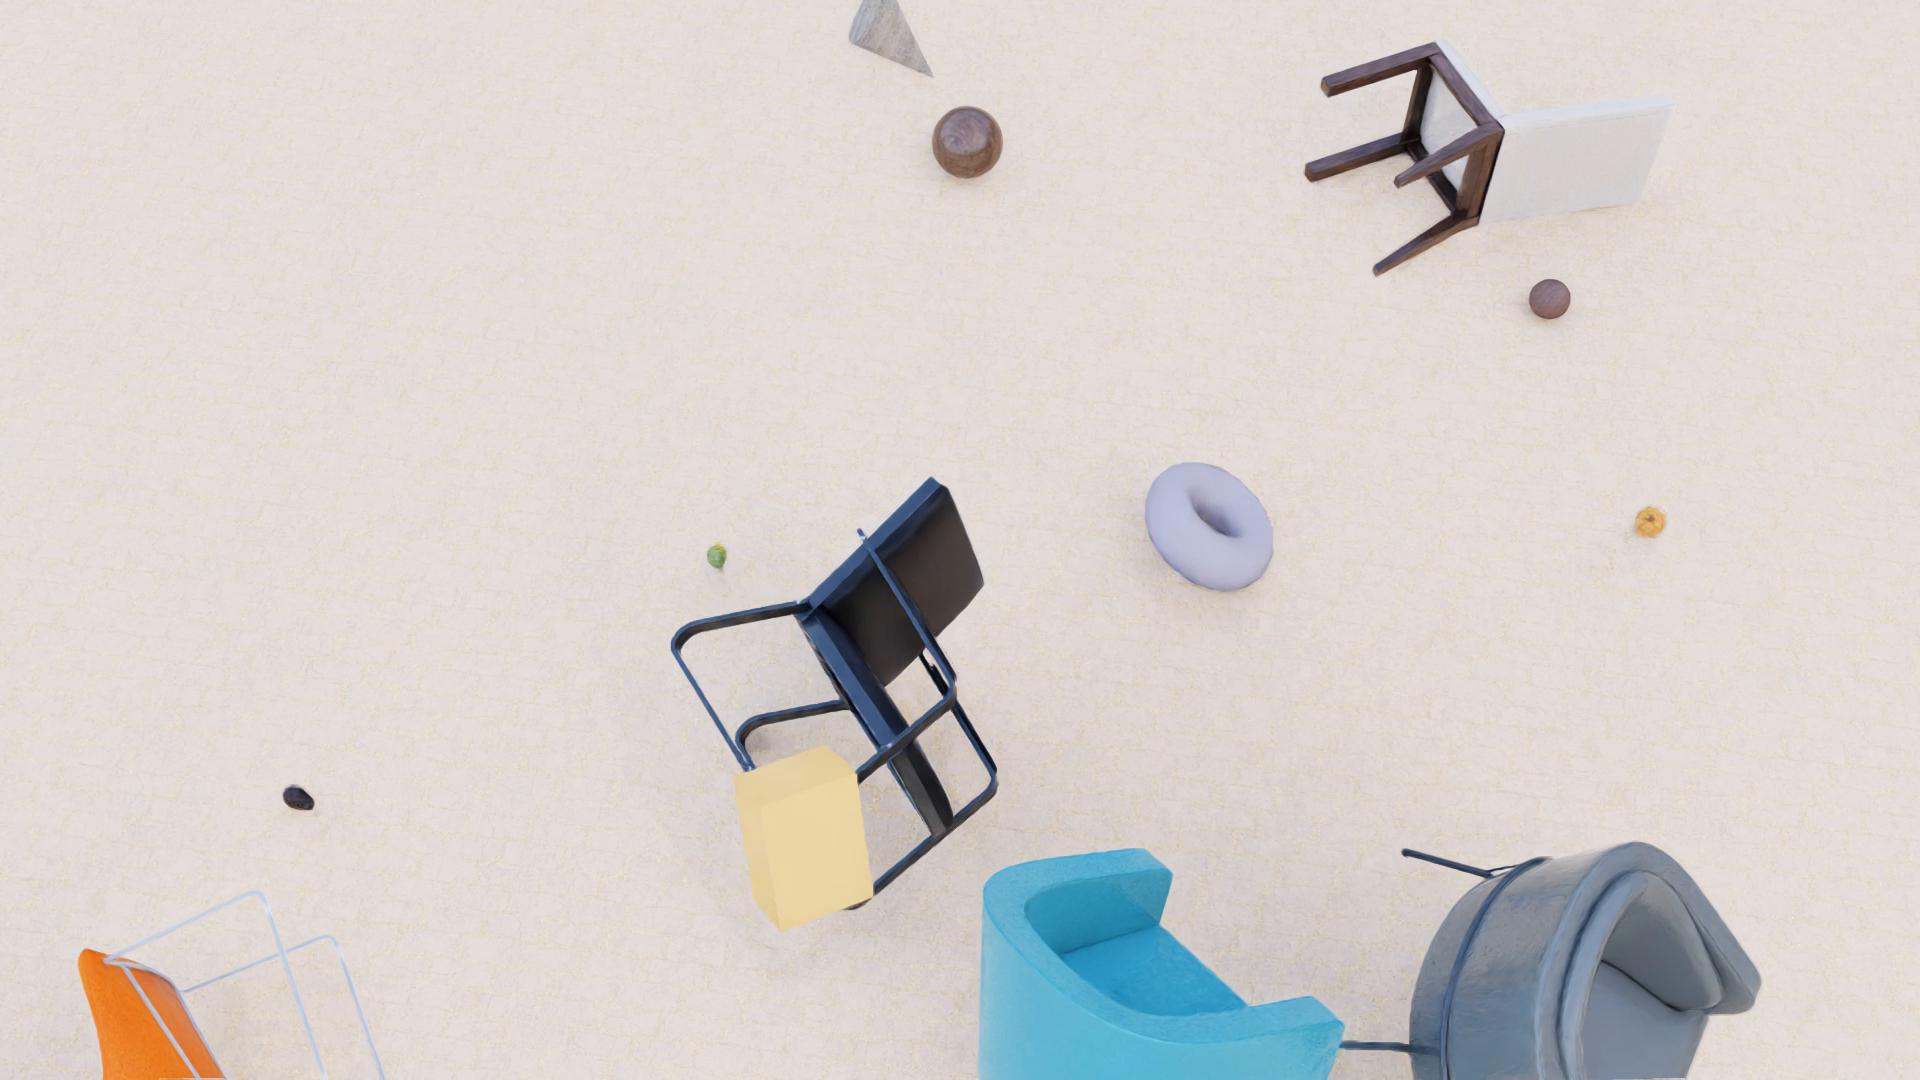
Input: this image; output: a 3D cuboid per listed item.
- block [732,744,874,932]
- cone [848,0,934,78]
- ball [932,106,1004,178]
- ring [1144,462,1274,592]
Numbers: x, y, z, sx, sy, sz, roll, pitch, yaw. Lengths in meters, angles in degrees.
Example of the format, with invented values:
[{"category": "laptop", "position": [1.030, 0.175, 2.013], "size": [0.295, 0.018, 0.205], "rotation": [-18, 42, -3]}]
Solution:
[{"category": "block", "position": [-0.371, 0.708, 5.231], "size": [0.245, 0.350, 0.164], "rotation": [-18, 28, -23]}, {"category": "cone", "position": [-0.199, -1.701, 7.559], "size": [0.131, 0.351, 0.315], "rotation": [-15, 46, 43]}, {"category": "ball", "position": [0.025, -1.324, 7.318], "size": [0.240, 0.240, 0.240], "rotation": [0, 56, 0]}, {"category": "ring", "position": [0.729, -0.042, 6.425], "size": [0.404, 0.163, 0.478], "rotation": [21, 37, -14]}]
